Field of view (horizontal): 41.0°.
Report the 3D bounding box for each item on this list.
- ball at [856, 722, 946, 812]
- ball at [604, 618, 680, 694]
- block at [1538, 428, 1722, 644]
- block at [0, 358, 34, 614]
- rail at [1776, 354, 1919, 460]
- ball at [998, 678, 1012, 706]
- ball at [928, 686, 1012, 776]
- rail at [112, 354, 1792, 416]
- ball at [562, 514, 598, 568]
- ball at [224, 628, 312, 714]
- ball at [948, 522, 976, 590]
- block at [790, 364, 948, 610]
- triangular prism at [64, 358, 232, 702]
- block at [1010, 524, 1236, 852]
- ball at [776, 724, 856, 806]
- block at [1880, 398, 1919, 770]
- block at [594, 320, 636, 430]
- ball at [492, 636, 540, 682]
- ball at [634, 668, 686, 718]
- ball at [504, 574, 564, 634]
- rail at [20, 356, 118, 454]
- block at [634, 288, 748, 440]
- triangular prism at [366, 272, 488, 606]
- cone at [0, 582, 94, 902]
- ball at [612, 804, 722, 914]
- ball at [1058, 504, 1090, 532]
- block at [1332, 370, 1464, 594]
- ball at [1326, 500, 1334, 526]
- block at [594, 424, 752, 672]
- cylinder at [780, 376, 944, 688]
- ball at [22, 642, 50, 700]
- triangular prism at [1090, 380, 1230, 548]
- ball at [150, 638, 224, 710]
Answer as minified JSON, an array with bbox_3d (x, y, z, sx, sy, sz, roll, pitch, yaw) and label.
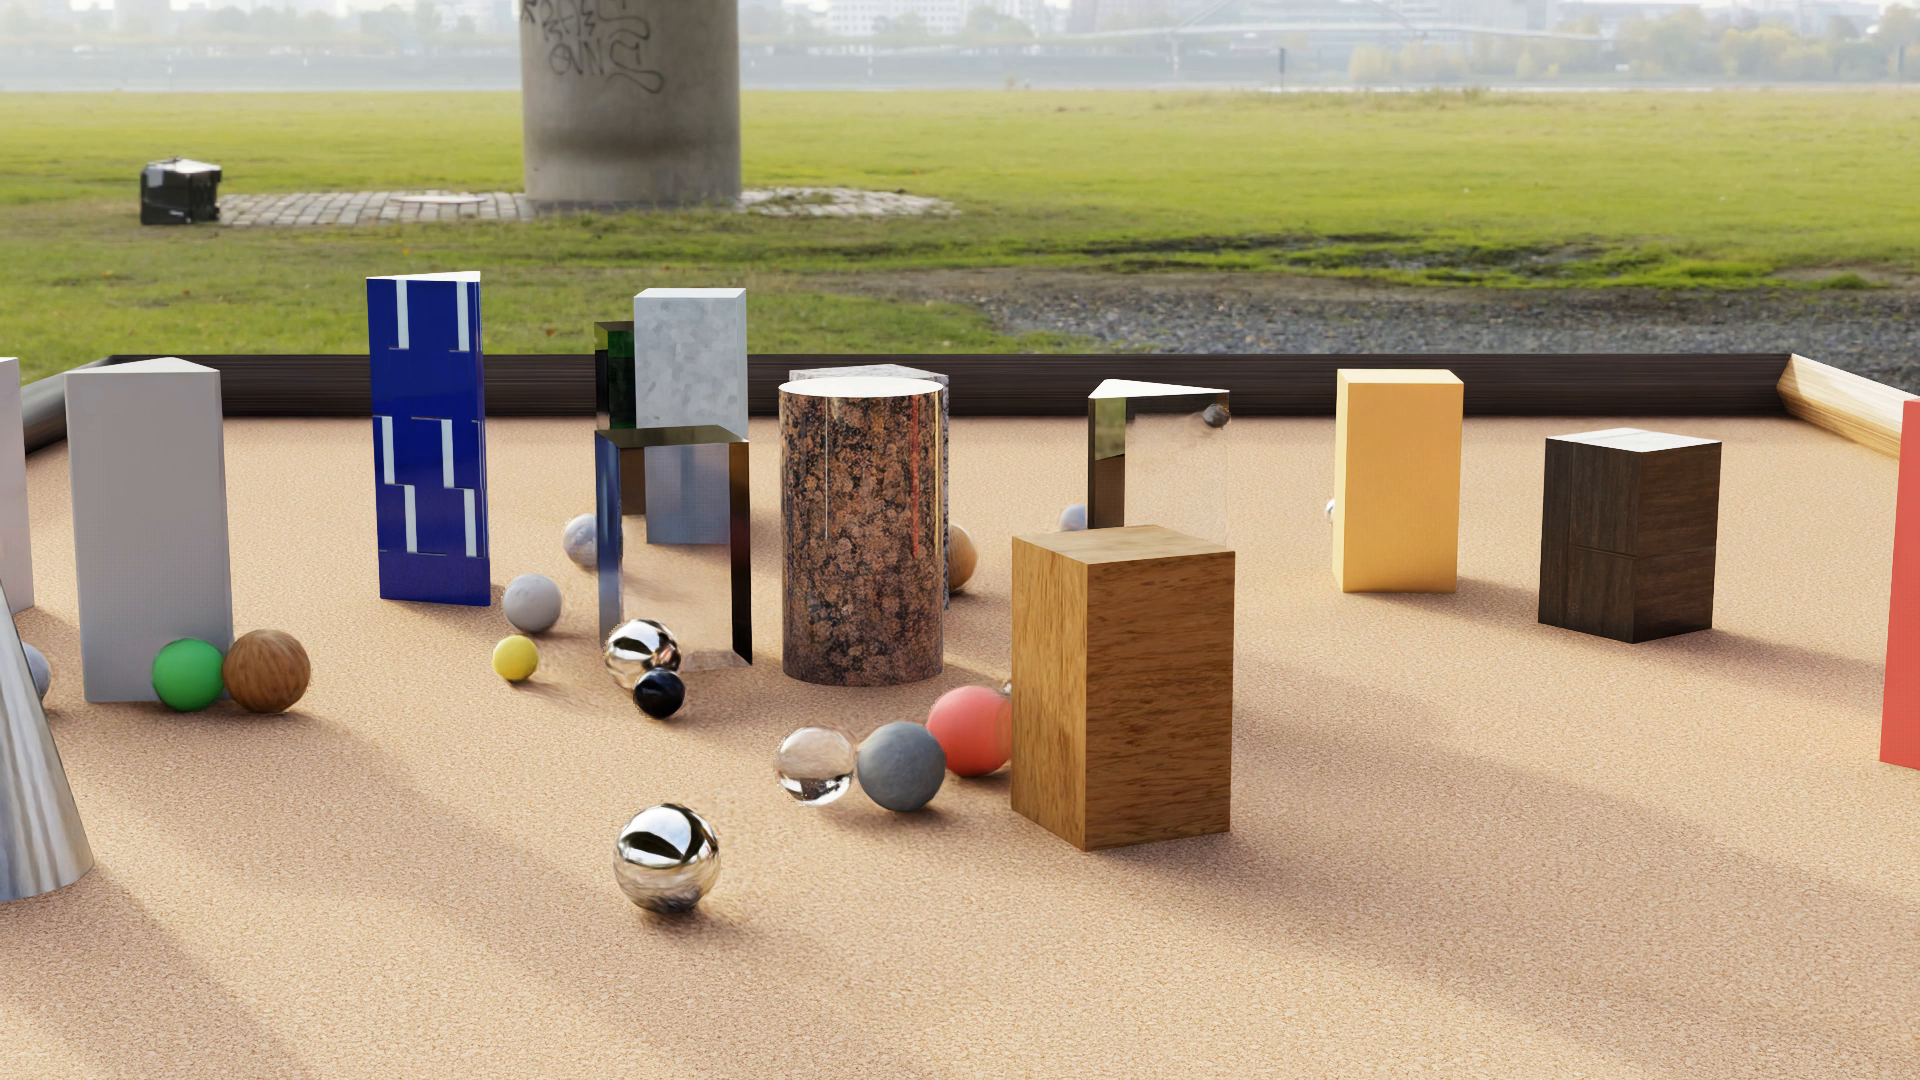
[{"bbox_3d":[-0.058,0.224,2.534,0.088,0.088,0.088,0,10,0],"label":"ball"},{"bbox_3d":[-0.372,0.136,3.005,0.088,0.088,0.088,0,10,0],"label":"ball"},{"bbox_3d":[0.874,-0.009,3.353,0.158,0.247,0.158,-7,13,-35],"label":"block"},{"bbox_3d":[-1.350,-0.065,3.405,0.158,0.339,0.158,1,11,6],"label":"block"},{"bbox_3d":[1.736,0.031,3.459,0.045,0.128,3.940,0,10,0],"label":"rail"},{"bbox_3d":[0.075,0.181,2.809,0.071,0.071,0.071,0,10,0],"label":"ball"},{"bbox_3d":[0.013,0.198,2.657,0.094,0.094,0.094,0,10,0],"label":"ball"},{"bbox_3d":[-0.011,-0.322,5.363,3.520,0.128,0.045,0,10,0],"label":"rail"},{"bbox_3d":[-0.544,0.001,3.764,0.078,0.078,0.078,0,10,0],"label":"ball"},{"bbox_3d":[-0.787,0.149,2.915,0.097,0.097,0.097,0,10,0],"label":"ball"},{"bbox_3d":[-0.025,0.023,3.589,0.098,0.098,0.098,0,10,0],"label":"ball"},{"bbox_3d":[-0.123,-0.068,3.475,0.158,0.318,0.158,-6,12,-30],"label":"block"},{"bbox_3d":[-0.935,-0.016,3.018,0.171,0.383,0.148,-1,11,-4],"label":"triangular prism"},{"bbox_3d":[0.155,0.138,2.482,0.158,0.275,0.158,-5,12,-24],"label":"block"},{"bbox_3d":[-0.144,0.224,2.554,0.080,0.080,0.080,0,10,0],"label":"ball"},{"bbox_3d":[1.085,0.046,2.677,0.158,0.385,0.158,-9,14,-41],"label":"block"},{"bbox_3d":[-0.523,-0.214,4.321,0.158,0.297,0.158,-3,11,-16],"label":"block"},{"bbox_3d":[-0.531,0.142,3.070,0.055,0.055,0.055,0,10,0],"label":"ball"},{"bbox_3d":[-0.339,0.173,2.896,0.057,0.057,0.057,0,10,0],"label":"ball"},{"bbox_3d":[-0.553,0.082,3.327,0.077,0.077,0.077,0,10,0],"label":"ball"},{"bbox_3d":[-1.736,0.035,3.439,0.045,0.128,3.940,0,10,0],"label":"rail"},{"bbox_3d":[-0.421,-0.203,4.049,0.158,0.375,0.158,0,10,1],"label":"block"},{"bbox_3d":[-0.699,-0.145,3.552,0.171,0.442,0.148,4,11,19],"label":"triangular prism"},{"bbox_3d":[-0.895,0.101,2.307,0.197,0.413,0.197,0,10,0],"label":"cone"},{"bbox_3d":[-0.255,0.277,2.229,0.095,0.095,0.095,0,10,0],"label":"ball"},{"bbox_3d":[0.182,-0.025,3.959,0.058,0.058,0.058,0,10,0],"label":"ball"},{"bbox_3d":[0.618,-0.085,3.633,0.158,0.295,0.158,1,11,3],"label":"block"},{"bbox_3d":[0.606,-0.044,4.089,0.047,0.047,0.047,0,10,0],"label":"ball"},{"bbox_3d":[-0.355,0.009,3.169,0.158,0.278,0.158,-4,11,-19],"label":"block"},{"bbox_3d":[-0.118,-0.014,3.107,0.197,0.346,0.197,0,10,0],"label":"cylinder"},{"bbox_3d":[-1.078,0.156,2.916,0.083,0.083,0.083,0,10,0],"label":"ball"},{"bbox_3d":[0.201,0.002,2.981,0.171,0.362,0.148,-4,11,-20],"label":"triangular prism"},{"bbox_3d":[-0.880,0.153,2.927,0.084,0.084,0.084,0,10,0],"label":"ball"}]
